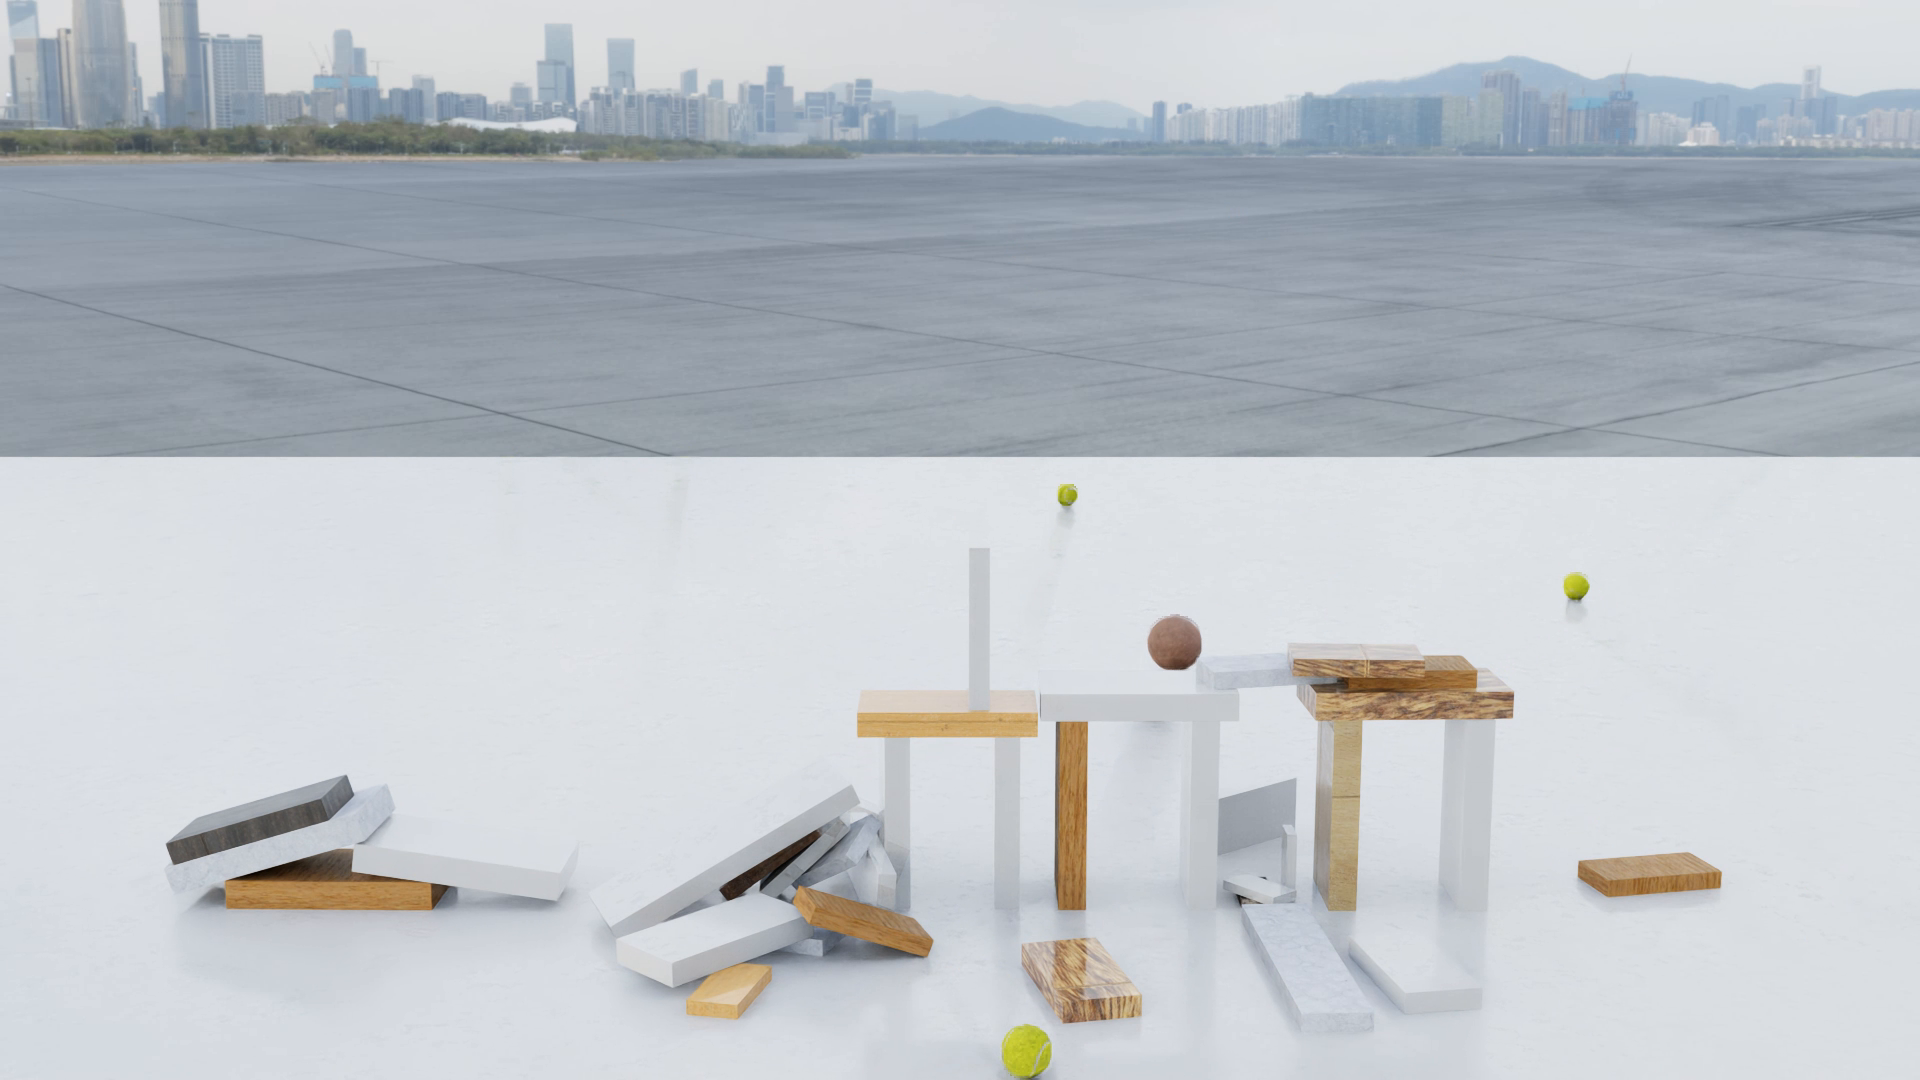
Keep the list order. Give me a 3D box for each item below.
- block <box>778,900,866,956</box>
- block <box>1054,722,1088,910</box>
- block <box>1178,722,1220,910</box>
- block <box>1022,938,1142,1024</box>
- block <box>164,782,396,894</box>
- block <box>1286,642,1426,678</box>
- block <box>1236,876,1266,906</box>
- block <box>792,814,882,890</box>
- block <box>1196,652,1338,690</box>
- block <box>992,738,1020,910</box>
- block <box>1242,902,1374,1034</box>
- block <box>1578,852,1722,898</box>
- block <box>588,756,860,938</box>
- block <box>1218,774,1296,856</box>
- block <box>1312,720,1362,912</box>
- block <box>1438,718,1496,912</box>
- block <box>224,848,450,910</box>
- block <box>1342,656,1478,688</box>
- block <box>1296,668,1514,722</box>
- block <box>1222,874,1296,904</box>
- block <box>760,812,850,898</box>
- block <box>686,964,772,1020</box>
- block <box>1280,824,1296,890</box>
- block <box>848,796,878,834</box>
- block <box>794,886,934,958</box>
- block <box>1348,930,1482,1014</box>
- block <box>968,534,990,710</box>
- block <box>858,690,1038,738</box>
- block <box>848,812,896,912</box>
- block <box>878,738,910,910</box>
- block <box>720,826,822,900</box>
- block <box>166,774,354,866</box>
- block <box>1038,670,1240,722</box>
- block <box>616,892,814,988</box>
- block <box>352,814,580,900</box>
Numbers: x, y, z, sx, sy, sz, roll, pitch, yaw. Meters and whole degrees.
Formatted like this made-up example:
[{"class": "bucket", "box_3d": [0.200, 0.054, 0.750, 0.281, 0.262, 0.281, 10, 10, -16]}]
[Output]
[{"class": "block", "box_3d": [-0.225, 0.611, 3.487, 0.091, 0.026, 0.182, 4, 11, 19]}, {"class": "block", "box_3d": [0.183, 0.433, 3.640, 0.045, 0.319, 0.159, 0, 11, 0]}, {"class": "block", "box_3d": [0.396, 0.433, 3.640, 0.045, 0.319, 0.159, 0, 11, 0]}, {"class": "block", "box_3d": [0.177, 0.650, 3.256, 0.117, 0.033, 0.235, -2, 11, -13]}, {"class": "block", "box_3d": [-1.129, 0.496, 3.662, 0.338, 0.048, 0.169, -16, 10, 6]}, {"class": "block", "box_3d": [0.638, 0.194, 3.553, 0.208, 0.029, 0.104, 1, 11, 3]}, {"class": "block", "box_3d": [0.488, 0.585, 3.650, 0.056, 0.016, 0.112, 0, 11, -1]}, {"class": "block", "box_3d": [-0.208, 0.518, 3.637, 0.182, 0.026, 0.091, -32, 19, 48]}, {"class": "block", "box_3d": [0.503, 0.214, 3.615, 0.208, 0.029, 0.104, -2, 11, -10]}, {"class": "block", "box_3d": [0.077, 0.448, 3.639, 0.041, 0.291, 0.145, 0, 11, 0]}, {"class": "block", "box_3d": [0.519, 0.640, 3.320, 0.104, 0.029, 0.446, -1, 11, -4]}, {"class": "block", "box_3d": [1.166, 0.565, 3.720, 0.208, 0.029, 0.104, -2, 11, -12]}, {"class": "block", "box_3d": [-0.380, 0.496, 3.541, 0.440, 0.039, 0.136, -30, 24, -15]}, {"class": "block", "box_3d": [0.518, 0.490, 3.924, 0.208, 0.104, 0.029, -9, 14, -39]}, {"class": "block", "box_3d": [0.624, 0.433, 3.637, 0.045, 0.320, 0.160, 0, 11, 0]}, {"class": "block", "box_3d": [0.837, 0.433, 3.637, 0.045, 0.320, 0.160, 0, 11, 0]}, {"class": "block", "box_3d": [-1.029, 0.565, 3.671, 0.338, 0.048, 0.169, 0, 11, 1]}, {"class": "block", "box_3d": [0.731, 0.216, 3.601, 0.208, 0.029, 0.104, 0, 11, -1]}, {"class": "block", "box_3d": [0.727, 0.252, 3.609, 0.320, 0.045, 0.160, 0, 11, -2]}, {"class": "block", "box_3d": [0.493, 0.575, 3.618, 0.056, 0.016, 0.112, -9, 14, -39]}, {"class": "block", "box_3d": [-0.258, 0.520, 3.659, 0.182, 0.026, 0.091, -42, 10, 4]}, {"class": "block", "box_3d": [-0.338, 0.660, 3.229, 0.077, 0.022, 0.155, 3, 11, 13]}, {"class": "block", "box_3d": [0.547, 0.535, 3.657, 0.016, 0.112, 0.056, 0, 11, 0]}, {"class": "block", "box_3d": [-0.163, 0.509, 3.829, 0.029, 0.101, 0.202, -7, 13, -35]}, {"class": "block", "box_3d": [-0.150, 0.589, 3.396, 0.202, 0.029, 0.101, 20, 3, -21]}, {"class": "block", "box_3d": [0.677, 0.644, 3.286, 0.117, 0.033, 0.235, -2, 11, -10]}, {"class": "block", "box_3d": [0.031, 0.133, 3.582, 0.033, 0.267, 0.117, 0, 11, 0]}, {"class": "block", "box_3d": [-0.020, 0.285, 3.609, 0.291, 0.041, 0.145, 0, 11, 0]}, {"class": "block", "box_3d": [-0.148, 0.546, 3.623, 0.029, 0.101, 0.326, 2, 10, -11]}, {"class": "block", "box_3d": [-0.109, 0.447, 3.641, 0.041, 0.291, 0.145, -1, 11, -6]}, {"class": "block", "box_3d": [-0.315, 0.522, 3.663, 0.191, 0.027, 0.095, -36, 11, 4]}, {"class": "block", "box_3d": [-1.157, 0.462, 3.642, 0.273, 0.039, 0.136, -16, 10, 5]}, {"class": "block", "box_3d": [0.289, 0.255, 3.606, 0.319, 0.045, 0.159, 0, 11, 0]}, {"class": "block", "box_3d": [-0.371, 0.606, 3.350, 0.273, 0.039, 0.136, -12, 16, -43]}, {"class": "block", "box_3d": [-0.818, 0.525, 3.658, 0.338, 0.048, 0.169, 8, 11, 0]}]
